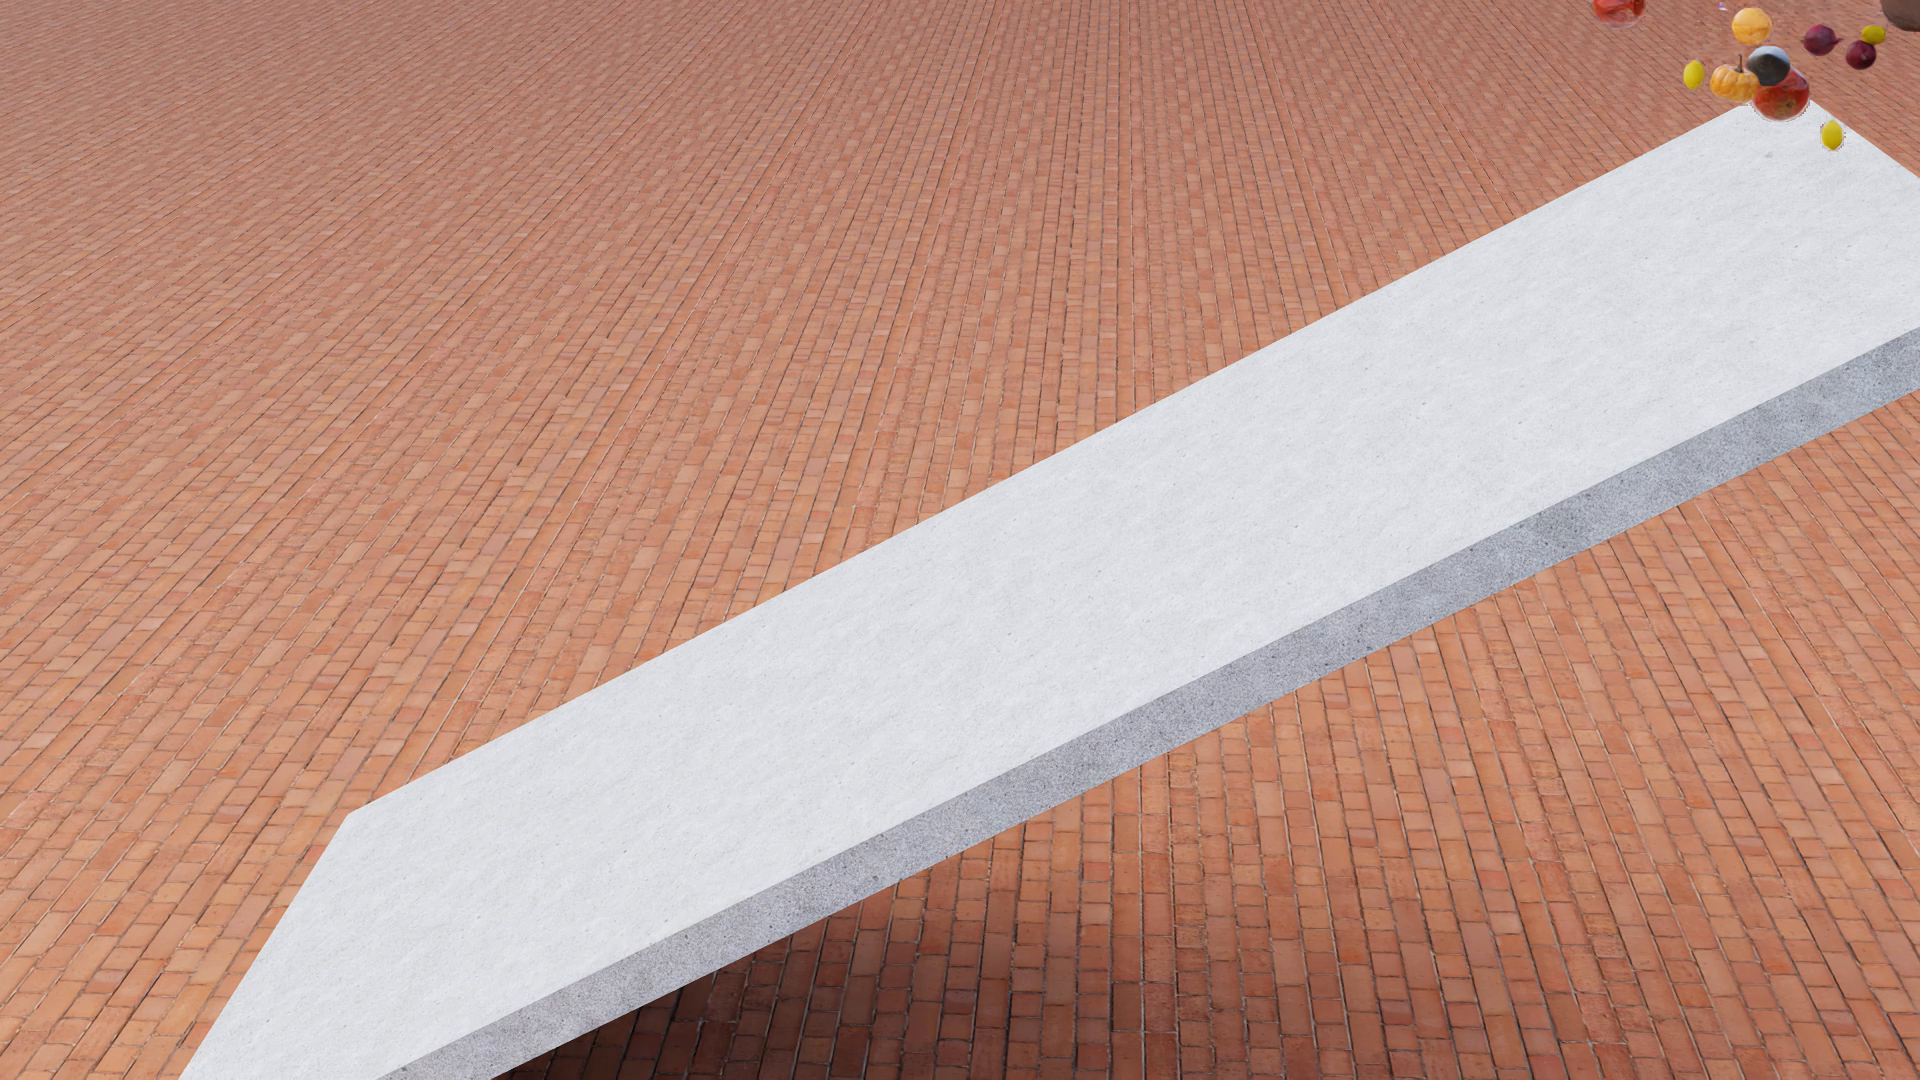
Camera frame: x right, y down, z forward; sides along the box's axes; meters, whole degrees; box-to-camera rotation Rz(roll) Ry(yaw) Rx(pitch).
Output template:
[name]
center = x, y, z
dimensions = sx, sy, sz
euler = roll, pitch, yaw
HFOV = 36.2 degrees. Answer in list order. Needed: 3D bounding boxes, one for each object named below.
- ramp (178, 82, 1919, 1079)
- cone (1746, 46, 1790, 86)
[ramp]
center = 0.141, 0.167, 6.282
dimensions = 4.000, 0.100, 2.000
euler = -27, 14, 11
[cone]
center = 1.558, -0.926, 5.671
dimensions = 0.082, 0.082, 0.082
euler = 5, -6, 17
